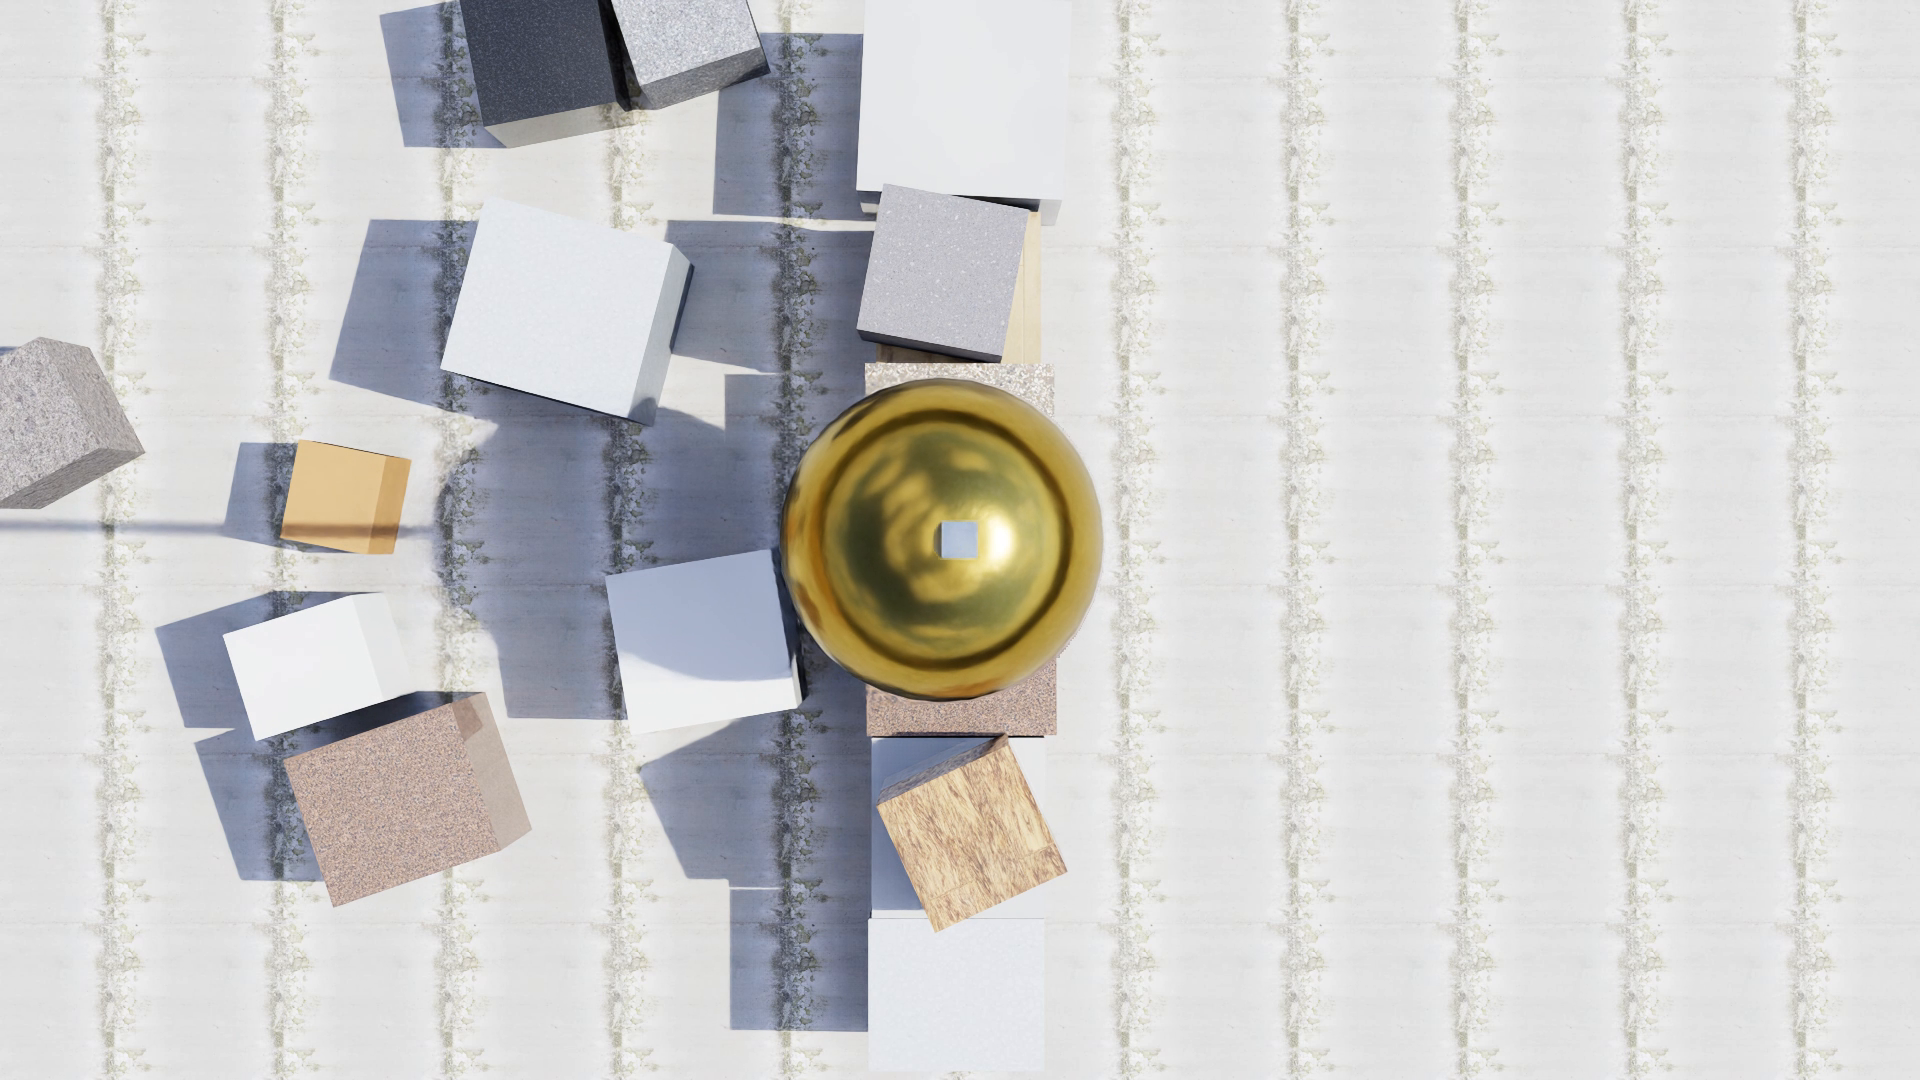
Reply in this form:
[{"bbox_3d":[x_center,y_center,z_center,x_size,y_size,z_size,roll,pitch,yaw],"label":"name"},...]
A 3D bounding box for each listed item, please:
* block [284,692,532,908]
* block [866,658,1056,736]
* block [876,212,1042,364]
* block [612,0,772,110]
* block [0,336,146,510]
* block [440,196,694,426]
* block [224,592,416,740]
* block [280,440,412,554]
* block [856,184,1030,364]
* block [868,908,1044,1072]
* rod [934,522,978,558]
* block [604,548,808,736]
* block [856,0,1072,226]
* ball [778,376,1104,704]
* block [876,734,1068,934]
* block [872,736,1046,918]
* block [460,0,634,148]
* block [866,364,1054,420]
[{"bbox_3d":[-3.129,1.462,12.555,0.974,0.890,0.861,-19,90,0],"label":"block"},{"bbox_3d":[0.008,0.561,12.505,1.038,0.990,1.016,0,90,0],"label":"block"},{"bbox_3d":[-0.008,-1.397,12.598,0.914,0.804,0.843,0,90,0],"label":"block"},{"bbox_3d":[-1.578,-3.028,12.648,0.711,0.703,0.796,-18,90,0],"label":"block"},{"bbox_3d":[-5.292,-0.659,12.645,0.710,0.710,0.706,-28,90,0],"label":"block"},{"bbox_3d":[-2.202,-1.275,12.501,1.055,0.999,0.981,15,90,0],"label":"block"},{"bbox_3d":[-3.666,0.715,12.640,0.749,0.720,0.619,-17,90,0],"label":"block"},{"bbox_3d":[-3.541,-0.244,12.709,0.501,0.581,0.569,11,90,0],"label":"block"},{"bbox_3d":[-0.089,-1.419,11.863,0.779,0.665,0.779,10,90,0],"label":"block"},{"bbox_3d":[-0.020,2.494,12.523,0.963,0.954,0.834,0,90,0],"label":"block"},{"bbox_3d":[-0.038,0.000,7.420,0.080,5.200,0.080,0,90,-1],"label":"rod"},{"bbox_3d":[-1.418,0.558,12.515,0.920,0.970,0.883,-9,90,0],"label":"block"},{"bbox_3d":[0.023,-2.425,12.501,1.126,0.997,1.083,3,90,0],"label":"block"},{"bbox_3d":[-0.089,0.000,10.820,1.600,1.600,1.600,0,90,0],"label":"ball"},{"bbox_3d":[0.062,1.541,11.682,0.757,0.661,0.724,-25,91,0],"label":"block"},{"bbox_3d":[-0.008,1.575,12.508,0.946,0.984,0.985,0,90,0],"label":"block"},{"bbox_3d":[-2.370,-2.775,12.657,0.759,0.686,0.798,-11,90,0],"label":"block"},{"bbox_3d":[-0.002,-0.461,12.516,1.037,0.968,1.010,0,90,0],"label":"block"}]
